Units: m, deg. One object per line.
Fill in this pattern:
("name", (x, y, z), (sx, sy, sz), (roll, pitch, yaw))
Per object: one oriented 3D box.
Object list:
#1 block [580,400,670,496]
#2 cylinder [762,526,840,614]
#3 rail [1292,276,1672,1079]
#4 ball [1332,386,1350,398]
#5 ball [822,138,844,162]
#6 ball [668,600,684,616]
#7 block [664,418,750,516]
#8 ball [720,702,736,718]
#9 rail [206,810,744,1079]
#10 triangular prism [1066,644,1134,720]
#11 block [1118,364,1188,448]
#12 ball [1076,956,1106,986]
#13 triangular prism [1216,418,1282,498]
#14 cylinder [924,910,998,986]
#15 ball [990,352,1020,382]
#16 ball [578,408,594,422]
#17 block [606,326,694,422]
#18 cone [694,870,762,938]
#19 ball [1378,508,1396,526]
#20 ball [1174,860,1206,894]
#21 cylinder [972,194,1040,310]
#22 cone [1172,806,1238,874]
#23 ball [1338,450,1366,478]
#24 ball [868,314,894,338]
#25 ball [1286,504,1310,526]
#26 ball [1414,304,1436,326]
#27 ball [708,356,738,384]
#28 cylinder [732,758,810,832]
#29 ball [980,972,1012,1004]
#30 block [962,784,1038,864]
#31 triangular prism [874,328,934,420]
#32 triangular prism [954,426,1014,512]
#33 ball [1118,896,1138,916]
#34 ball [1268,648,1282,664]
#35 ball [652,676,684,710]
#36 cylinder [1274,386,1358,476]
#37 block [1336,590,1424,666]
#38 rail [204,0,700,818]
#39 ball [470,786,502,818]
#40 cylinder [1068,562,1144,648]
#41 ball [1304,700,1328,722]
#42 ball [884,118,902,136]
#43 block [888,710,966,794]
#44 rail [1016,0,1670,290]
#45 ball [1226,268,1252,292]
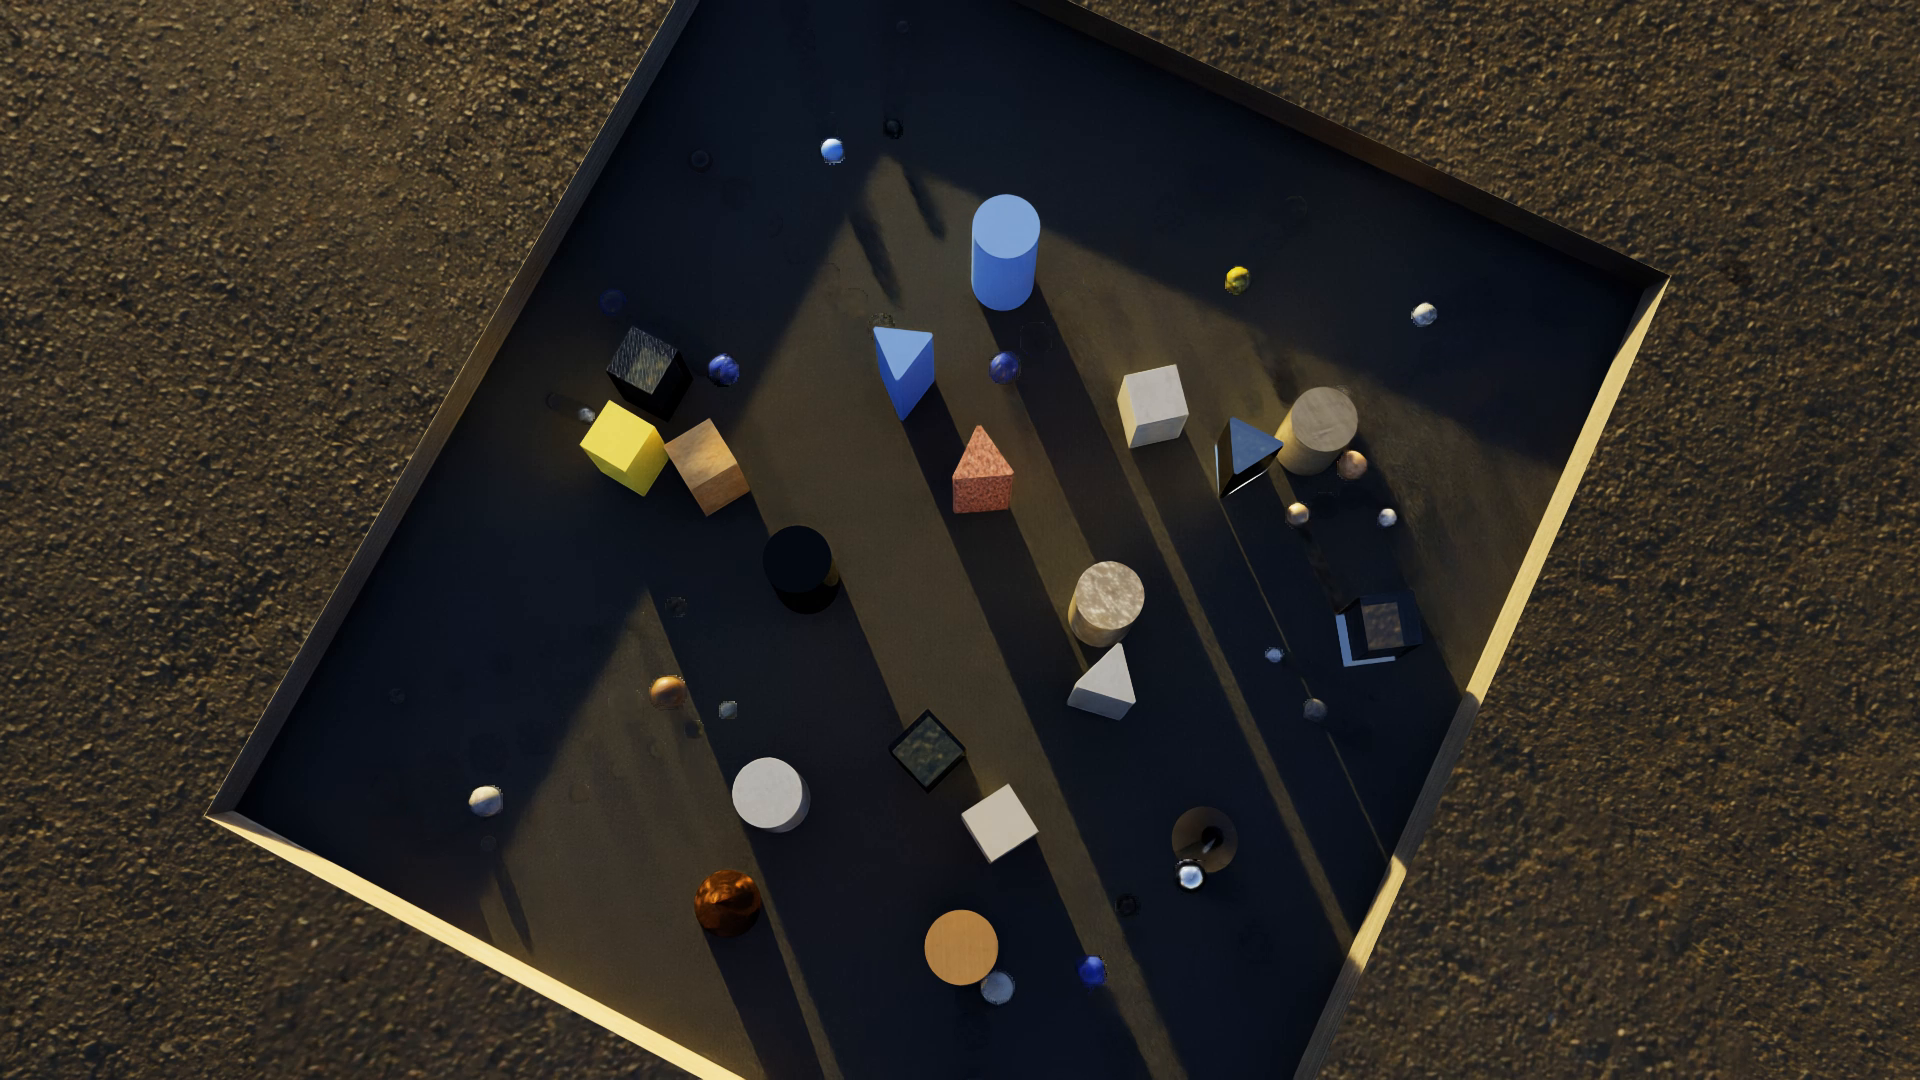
("block", (-1.000, -0.271, 5.506), (0.158, 0.327, 0.158), (30, 80, 6))
("cylinder", (-0.465, 0.092, 5.409), (0.197, 0.369, 0.197), (0, 78, 0))
("rail", (1.406, 0.695, 5.406), (0.045, 0.128, 3.442), (26, 80, 5))
("ball", (1.167, -0.436, 5.666), (0.081, 0.081, 0.081), (0, 78, 0))
("ball", (-0.407, -1.241, 5.837), (0.072, 0.072, 0.072), (0, 78, 0))
("ball", (-0.861, 0.204, 5.549), (0.050, 0.050, 0.050), (0, 78, 0))
("block", (-0.753, -0.213, 5.481), (0.158, 0.351, 0.158), (-31, 80, -6))
("ball", (-0.694, 0.510, 5.488), (0.044, 0.044, 0.044), (0, 78, 0))
("rail", (-0.759, 1.493, 5.241), (3.191, 0.128, 0.045), (26, 80, 5))
("triangular prism", (0.424, 0.402, 5.307), (0.171, 0.444, 0.148), (16, 79, 3))
("block", (0.583, -0.403, 5.563), (0.158, 0.269, 0.158), (-12, 79, -3))
("ball", (0.381, 1.249, 5.315), (0.085, 0.085, 0.085), (0, 78, 0))
("triangular prism", (0.834, -0.266, 5.510), (0.171, 0.317, 0.148), (-32, 80, -6))
("cylinder", (0.004, 1.138, 5.134), (0.197, 0.485, 0.197), (0, 78, 0))
("ball", (0.139, -0.534, 5.680), (0.092, 0.092, 0.092), (0, 78, 0))
("ball", (-1.158, -0.387, 5.673), (0.047, 0.047, 0.047), (0, 78, 0))
("block", (-0.939, -0.500, 5.562), (0.158, 0.309, 0.158), (28, 80, 5))
("cone", (-0.684, 1.040, 5.245), (0.197, 0.306, 0.197), (0, 78, 0))
("ball", (1.307, -0.068, 5.603), (0.055, 0.055, 0.055), (0, 78, 0))
("ball", (0.668, 0.978, 5.320), (0.094, 0.094, 0.094), (0, 78, 0))
("cylinder", (0.135, -0.865, 5.557), (0.197, 0.468, 0.197), (0, 78, 0))
("cone", (0.726, 0.859, 5.287), (0.197, 0.297, 0.197), (0, 78, 0))
("ball", (1.203, -0.231, 5.620), (0.087, 0.087, 0.087), (0, 78, 0))
("ball", (-0.246, -0.662, 5.714), (0.078, 0.078, 0.078), (0, 78, 0))
("ball", (1.032, -0.077, 5.596), (0.071, 0.071, 0.071), (0, 78, 0))
("ball", (1.454, -0.705, 5.727), (0.071, 0.071, 0.071), (0, 78, 0))
("ball", (-0.736, -0.528, 5.680), (0.089, 0.089, 0.089), (0, 78, 0))
("cylinder", (-0.543, 0.743, 5.310), (0.197, 0.299, 0.197), (0, 78, 0))
("ball", (0.106, 1.296, 5.301), (0.094, 0.094, 0.094), (0, 78, 0))
("block", (0.113, 0.824, 5.297), (0.158, 0.291, 0.158), (-32, 80, -6))
("triangular prism", (-0.189, -0.525, 5.501), (0.148, 0.440, 0.171), (36, 81, 7))
("triangular prism", (0.060, -0.209, 5.430), (0.171, 0.450, 0.148), (-5, 78, -1))
("ball", (0.491, 1.070, 5.364), (0.060, 0.060, 0.060), (0, 78, 0))
("ball", (0.948, 0.349, 5.522), (0.044, 0.044, 0.044), (0, 78, 0))
("ball", (-0.873, 0.456, 5.472), (0.099, 0.099, 0.099), (0, 78, 0))
("cylinder", (1.070, -0.325, 5.530), (0.197, 0.301, 0.197), (0, 78, 0))
("block", (1.228, 0.262, 5.387), (0.158, 0.344, 0.158), (-7, 78, -1))
("rail", (-1.406, -0.682, 5.691), (0.045, 0.128, 3.442), (26, 80, 5))
("ball", (-1.401, 0.772, 5.410), (0.092, 0.092, 0.092), (0, 78, 0))
("cylinder", (0.427, 0.193, 5.397), (0.197, 0.351, 0.197), (0, 78, 0))
("ball", (1.063, 0.510, 5.476), (0.068, 0.068, 0.068), (0, 78, 0))
("ball", (-0.214, -1.320, 5.861), (0.057, 0.057, 0.057), (0, 78, 0))
("block", (-0.094, 0.619, 5.342), (0.158, 0.287, 0.158), (-43, 82, -8))
("rail", (0.759, -1.480, 5.856), (3.191, 0.128, 0.045), (26, 80, 5))
("ball", (0.873, -0.816, 5.745), (0.079, 0.079, 0.079), (0, 78, 0))
